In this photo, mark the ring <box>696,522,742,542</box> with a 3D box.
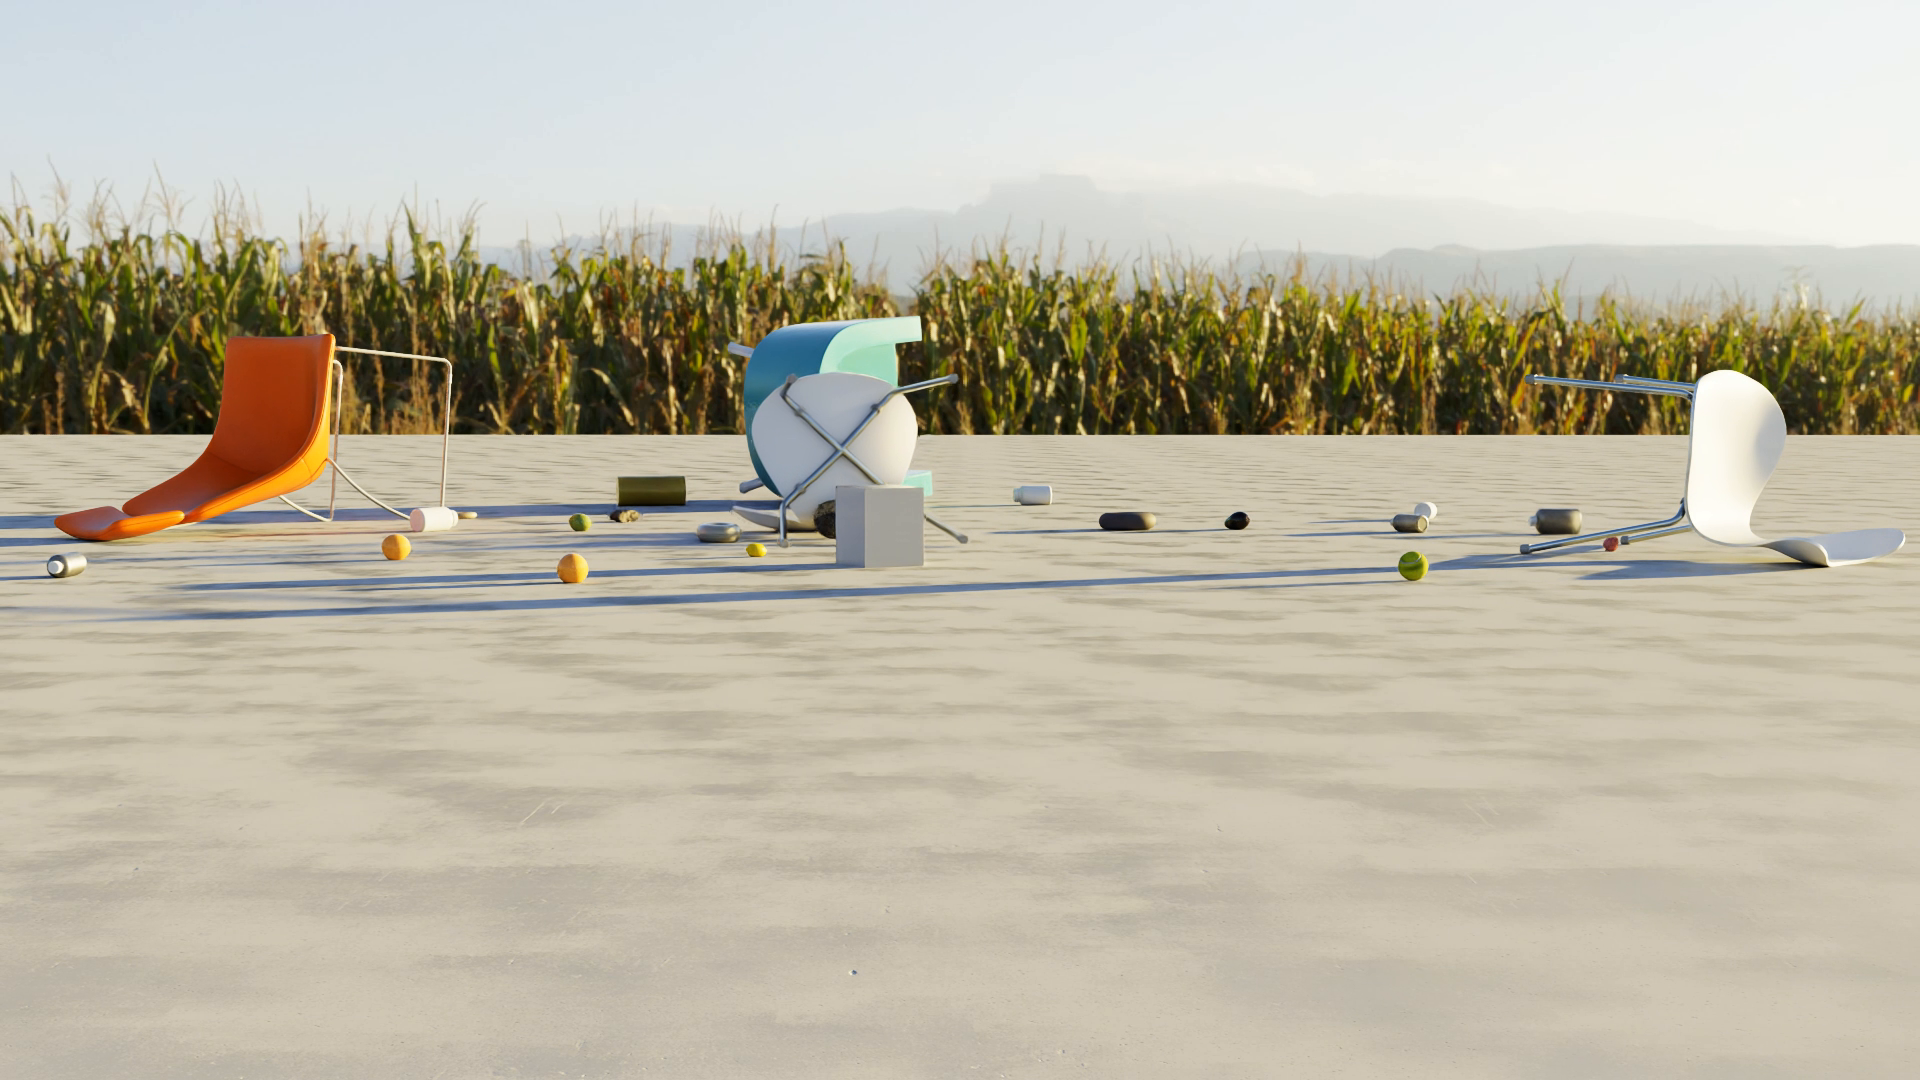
[{"bbox_3d":[-0.713,-0.022,6.501,0.131,0.052,0.226,0,4,-11],"label":"ring"}]

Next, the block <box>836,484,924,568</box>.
[{"bbox_3d":[-0.206,-0.037,5.627,0.165,0.199,0.180,-2,4,-27],"label":"block"}]

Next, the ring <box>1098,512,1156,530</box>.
[{"bbox_3d":[0.536,-0.061,7.039,0.184,0.055,0.155,-1,3,-1],"label":"ring"}]

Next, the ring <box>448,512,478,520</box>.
[{"bbox_3d":[-1.726,-0.085,7.621,0.106,0.022,0.060,-3,6,-33],"label":"ring"}]

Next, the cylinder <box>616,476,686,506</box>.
[{"bbox_3d":[-1.188,-0.189,8.457,0.256,0.116,0.113,0,-1,-14],"label":"cylinder"}]

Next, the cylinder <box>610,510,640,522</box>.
[{"bbox_3d":[-1.133,-0.081,7.427,0.081,0.042,0.066,-6,7,-35],"label":"cylinder"}]

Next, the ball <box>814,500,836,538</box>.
[{"bbox_3d":[-0.381,-0.062,6.604,0.116,0.116,0.116,0,4,0],"label":"ball"}]
